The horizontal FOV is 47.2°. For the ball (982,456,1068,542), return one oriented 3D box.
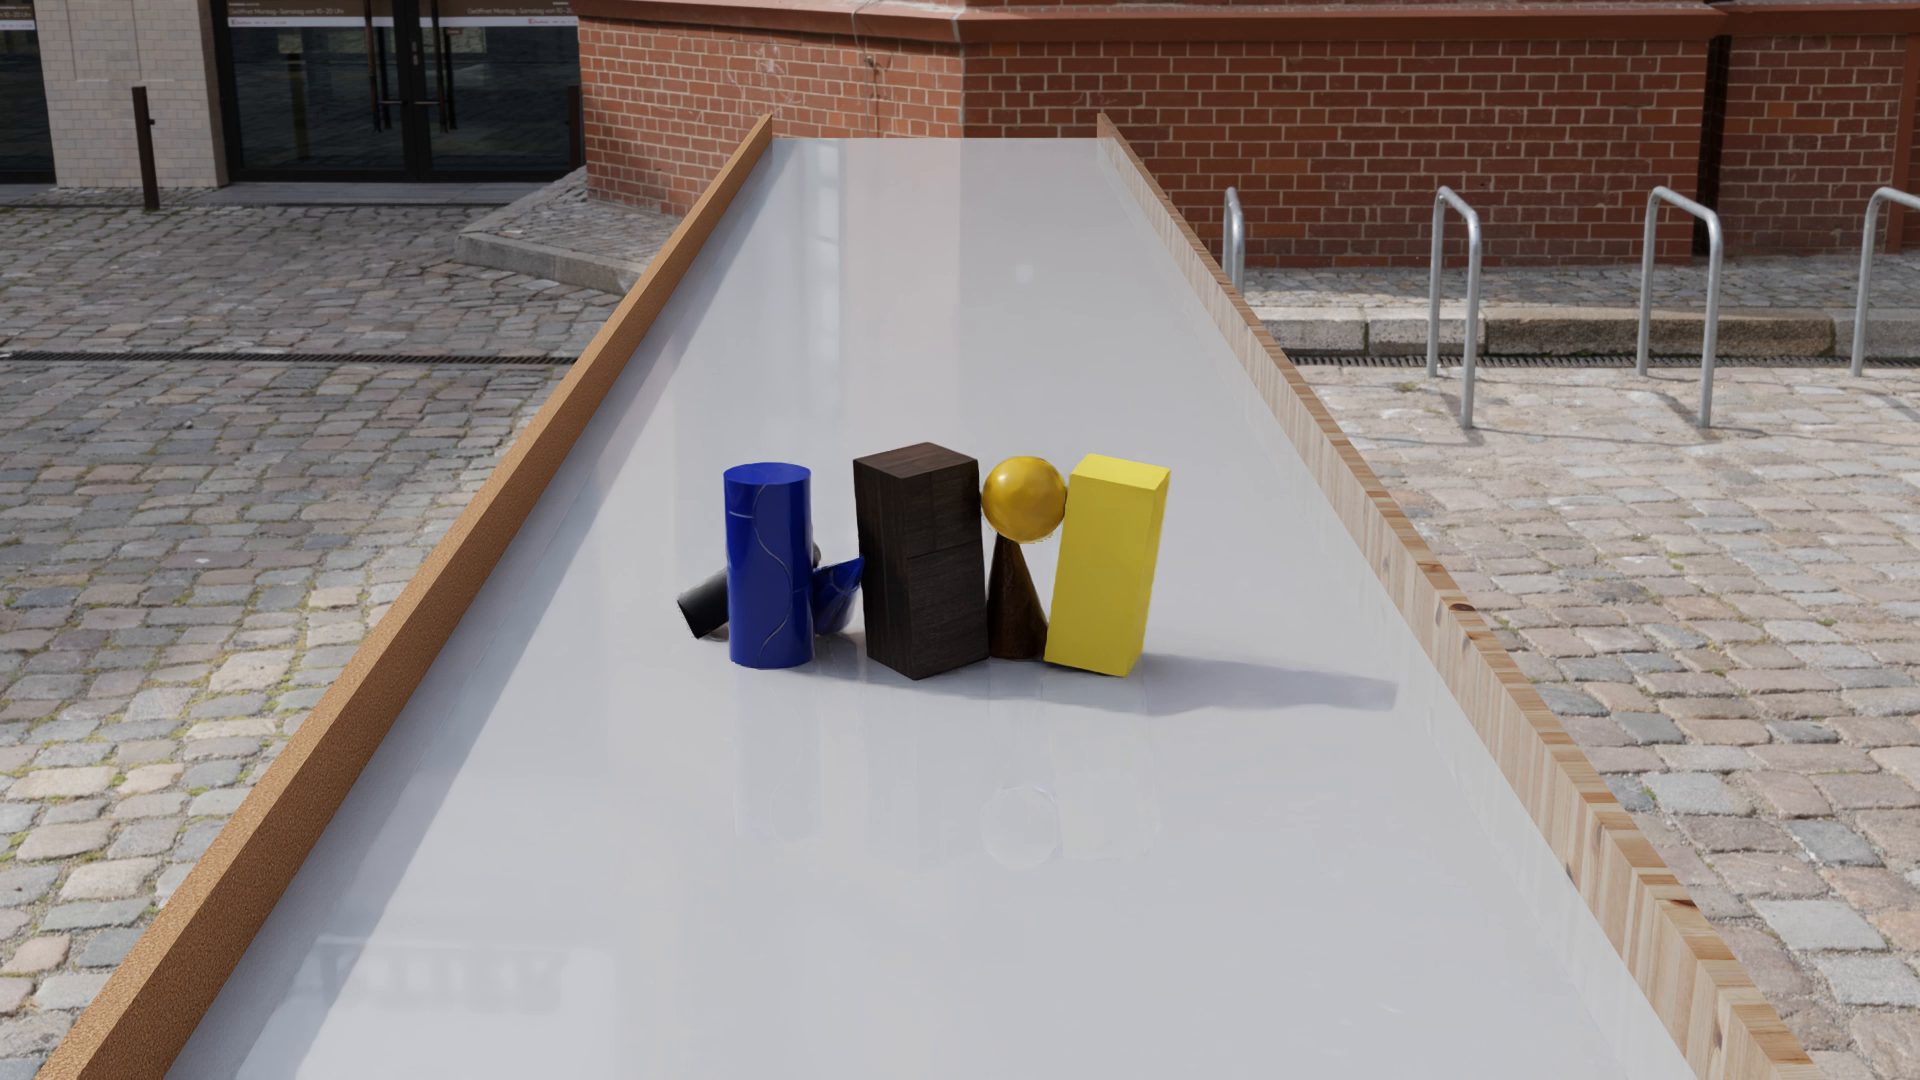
[{"bbox_3d":[0.126,-0.080,4.285,0.170,0.170,0.170,0,17,0],"label":"ball"}]

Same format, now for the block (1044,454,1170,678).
[{"bbox_3d":[0.291,0.049,4.350,0.167,0.389,0.167,11,19,12],"label":"block"}]

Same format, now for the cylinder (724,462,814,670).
[{"bbox_3d":[-0.380,0.051,4.390,0.173,0.380,0.173,0,17,0],"label":"cylinder"}]

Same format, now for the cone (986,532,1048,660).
[{"bbox_3d":[0.099,0.061,4.423,0.156,0.322,0.156,-5,23,2],"label":"cone"}]

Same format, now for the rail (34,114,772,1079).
[{"bbox_3d":[-1.118,-0.838,7.780,0.050,0.150,12.000,0,17,-1],"label":"rail"}]

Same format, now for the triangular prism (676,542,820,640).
[{"bbox_3d":[-0.440,0.078,4.546,0.300,0.087,0.100,-31,15,8],"label":"triangular prism"}]

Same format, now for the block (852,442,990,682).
[{"bbox_3d":[-0.076,0.039,4.348,0.177,0.414,0.177,-15,22,-31],"label":"block"}]

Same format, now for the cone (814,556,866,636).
[{"bbox_3d":[-0.233,0.079,4.384,0.146,0.146,0.412,-5,-12,-17],"label":"cone"}]

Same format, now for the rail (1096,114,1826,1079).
[{"bbox_3d":[0.932,-0.844,7.801,0.050,0.150,12.000,0,17,-1],"label":"rail"}]
